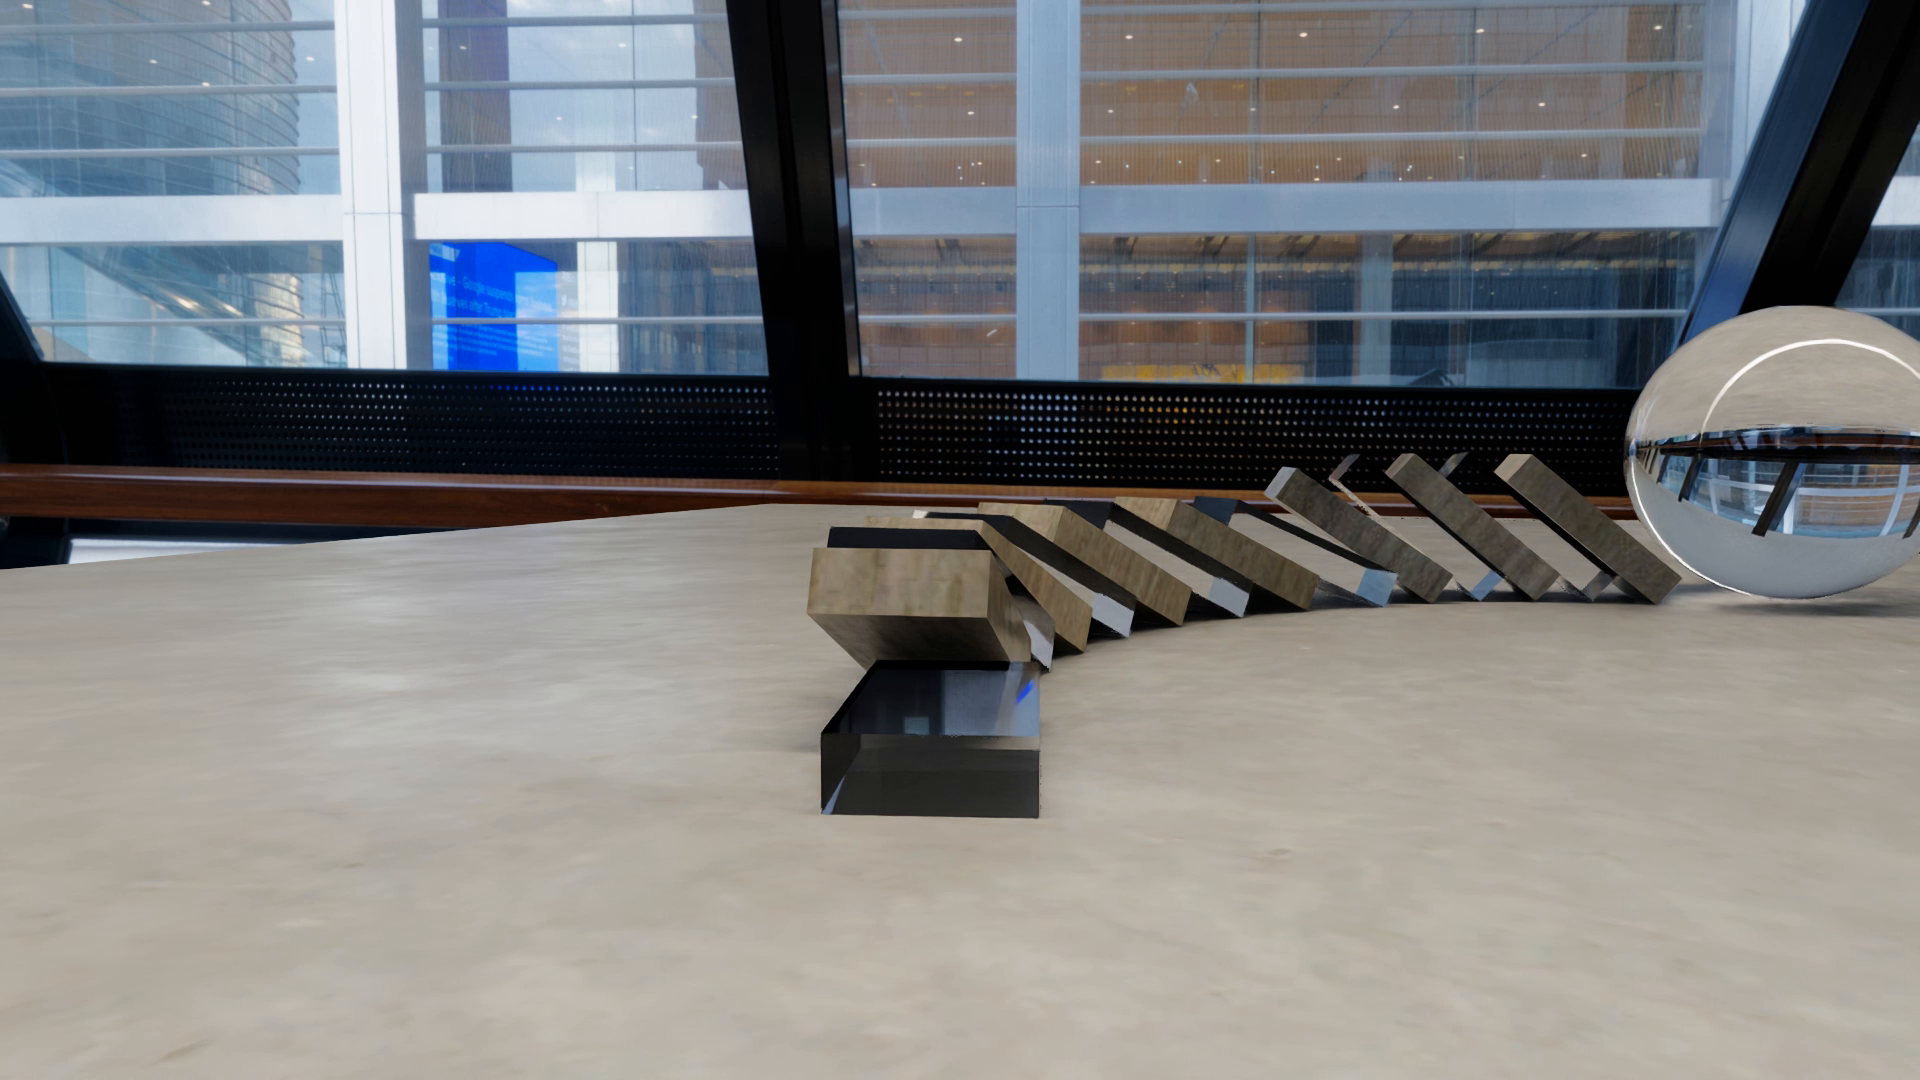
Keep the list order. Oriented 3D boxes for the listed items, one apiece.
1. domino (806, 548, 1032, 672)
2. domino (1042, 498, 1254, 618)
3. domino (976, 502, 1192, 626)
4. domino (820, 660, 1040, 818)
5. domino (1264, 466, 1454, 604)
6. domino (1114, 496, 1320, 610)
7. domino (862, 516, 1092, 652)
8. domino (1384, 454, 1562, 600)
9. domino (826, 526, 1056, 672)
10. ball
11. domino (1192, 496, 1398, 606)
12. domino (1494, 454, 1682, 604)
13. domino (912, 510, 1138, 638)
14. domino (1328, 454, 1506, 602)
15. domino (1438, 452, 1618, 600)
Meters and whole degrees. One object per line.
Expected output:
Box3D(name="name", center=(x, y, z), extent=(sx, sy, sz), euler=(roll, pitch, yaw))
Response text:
Box3D(name="domino", center=(-0.004, 0.014, 0.198), extent=(0.025, 0.009, 0.050), euler=(1, -18, 10))
Box3D(name="domino", center=(0.045, 0.005, 0.311), extent=(0.050, 0.009, 0.025), euler=(26, -11, -32))
Box3D(name="domino", center=(0.028, 0.006, 0.293), extent=(0.025, 0.009, 0.050), euler=(4, -19, 46))
Box3D(name="domino", center=(-0.002, 0.025, 0.171), extent=(0.025, 0.010, 0.050), euler=(0, 4, 4))
Box3D(name="domino", center=(0.109, -0.002, 0.353), extent=(0.050, 0.010, 0.025), euler=(35, 7, 2))
Box3D(name="domino", center=(0.064, 0.003, 0.326), extent=(0.050, 0.009, 0.025), euler=(25, -9, -27))
Box3D(name="domino", center=(0.004, 0.009, 0.249), extent=(0.025, 0.009, 0.050), euler=(3, -19, 31))
Box3D(name="domino", center=(0.142, -0.004, 0.359), extent=(0.050, 0.010, 0.025), euler=(41, 10, 6))
Box3D(name="domino", center=(-0.002, 0.011, 0.224), extent=(0.025, 0.009, 0.050), euler=(2, -20, 20))
Box3D(name="ball", center=(0.226, -0.024, 0.350), extent=(0.080, 0.080, 0.080), euler=(0, 4, 0))
Box3D(name="domino", center=(0.087, 0.003, 0.340), extent=(0.050, 0.010, 0.025), euler=(23, -2, -15))
Box3D(name="domino", center=(0.170, -0.004, 0.352), extent=(0.050, 0.009, 0.025), euler=(41, 10, 5))
Box3D(name="domino", center=(0.014, 0.008, 0.273), extent=(0.025, 0.009, 0.050), euler=(4, -18, 40))
Box3D(name="domino", center=(0.127, -0.004, 0.359), extent=(0.050, 0.010, 0.025), euler=(41, 10, 5))
Box3D(name="domino", center=(0.156, -0.004, 0.357), extent=(0.050, 0.009, 0.025), euler=(42, 10, 7))
